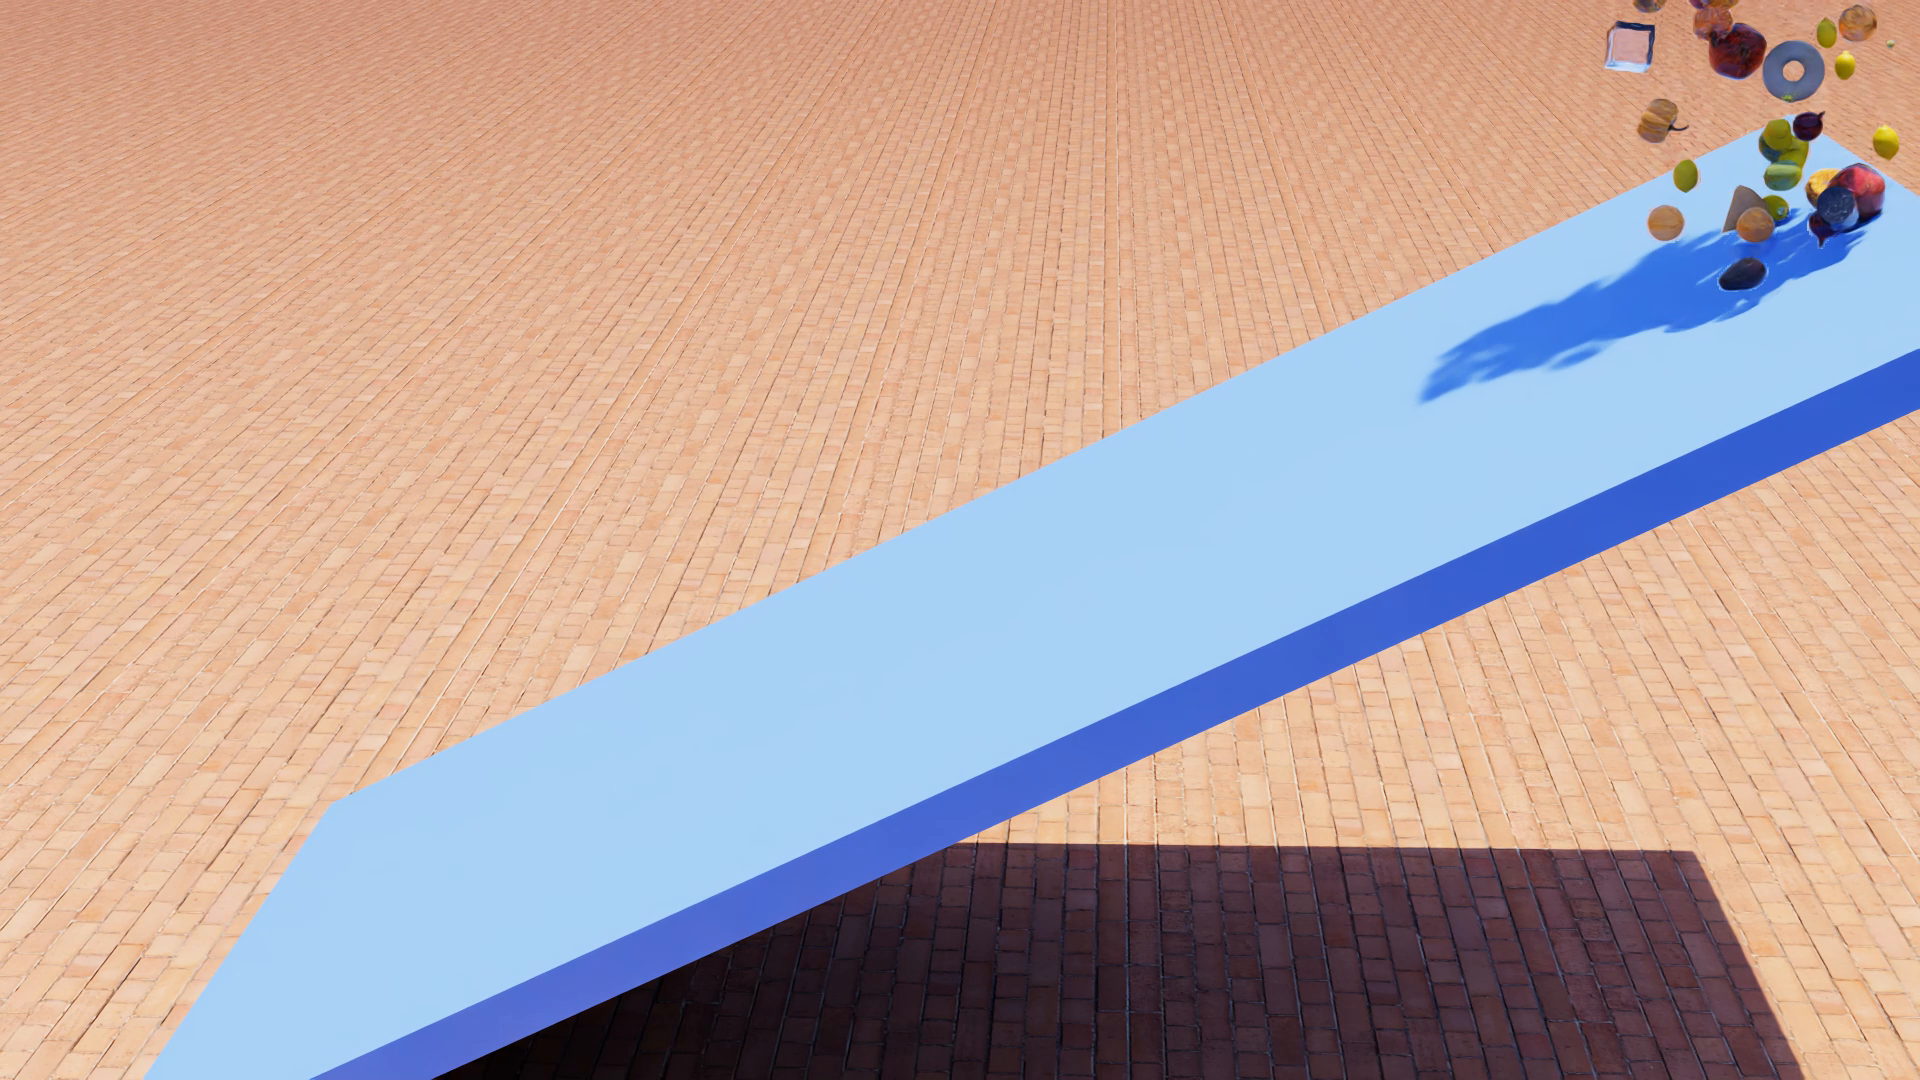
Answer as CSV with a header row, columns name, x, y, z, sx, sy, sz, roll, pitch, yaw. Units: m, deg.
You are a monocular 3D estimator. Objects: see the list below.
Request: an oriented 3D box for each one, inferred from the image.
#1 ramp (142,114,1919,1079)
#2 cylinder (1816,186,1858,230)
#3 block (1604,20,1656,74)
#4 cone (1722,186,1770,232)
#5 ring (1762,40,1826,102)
name,x,y,z,sx,sy,sz,roll,pitch,yaw
ramp,0.139,0.168,6.281,4.000,0.100,2.000,-25,14,10
cylinder,1.695,-0.640,5.680,0.072,0.072,0.072,8,-5,24
block,1.340,-0.986,5.886,0.078,0.078,0.078,7,-4,1
cone,1.596,-0.661,6.039,0.095,0.095,0.095,-43,29,-9
ring,1.655,-0.931,5.841,0.122,0.122,0.041,3,14,10
